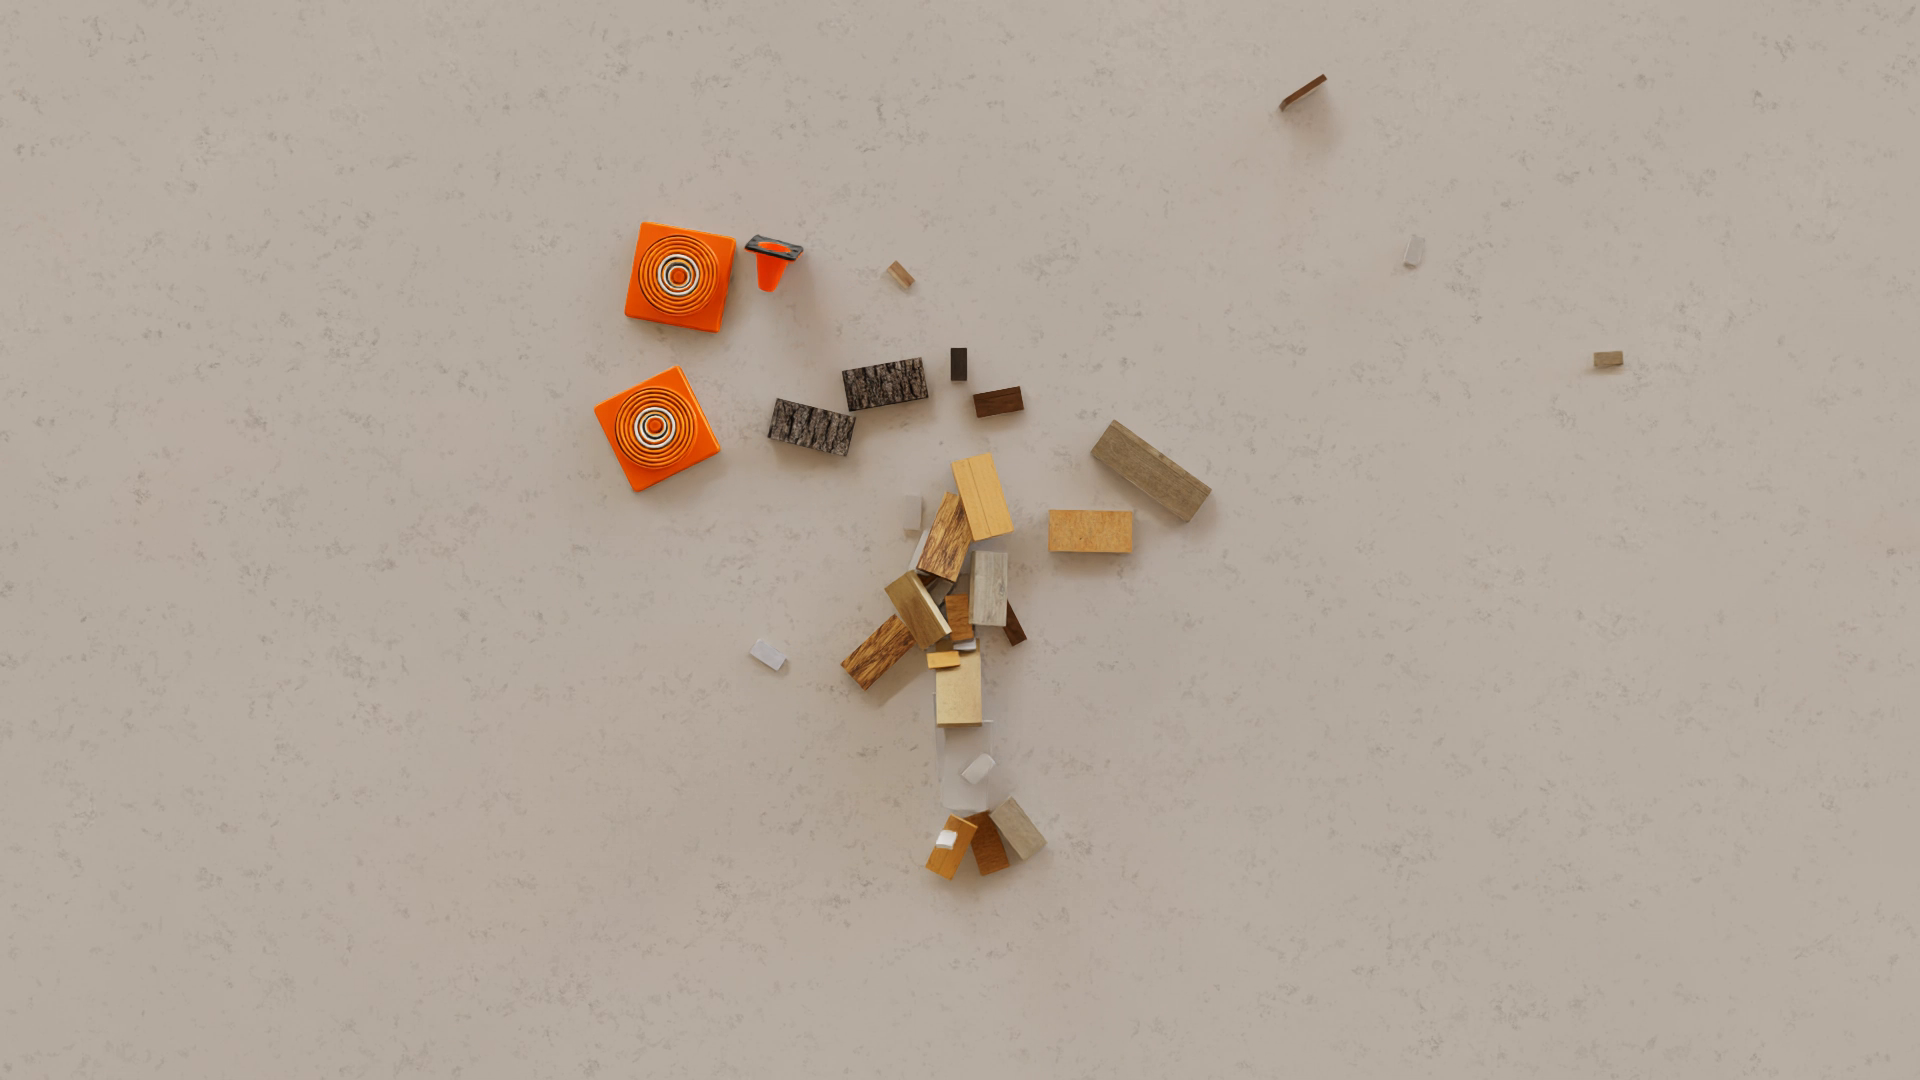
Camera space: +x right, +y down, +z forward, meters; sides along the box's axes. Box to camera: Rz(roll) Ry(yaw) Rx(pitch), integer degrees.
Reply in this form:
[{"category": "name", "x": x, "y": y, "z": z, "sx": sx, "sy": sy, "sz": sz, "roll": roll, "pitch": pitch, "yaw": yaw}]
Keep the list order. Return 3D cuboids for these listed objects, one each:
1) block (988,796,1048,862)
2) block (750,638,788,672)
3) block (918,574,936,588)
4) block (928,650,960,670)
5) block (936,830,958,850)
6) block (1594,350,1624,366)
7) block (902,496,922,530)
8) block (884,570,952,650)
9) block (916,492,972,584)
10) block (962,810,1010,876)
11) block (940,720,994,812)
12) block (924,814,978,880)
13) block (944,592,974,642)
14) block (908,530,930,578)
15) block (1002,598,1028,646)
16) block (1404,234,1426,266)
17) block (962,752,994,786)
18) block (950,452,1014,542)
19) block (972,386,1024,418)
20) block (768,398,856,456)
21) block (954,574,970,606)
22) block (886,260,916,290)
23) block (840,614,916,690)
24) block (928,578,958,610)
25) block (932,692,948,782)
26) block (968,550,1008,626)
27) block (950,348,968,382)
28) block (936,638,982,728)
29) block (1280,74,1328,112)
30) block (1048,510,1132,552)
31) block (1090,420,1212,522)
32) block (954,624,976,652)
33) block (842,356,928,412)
[{"category": "block", "x": 0.191, "y": 0.957, "z": 5.470, "sx": 0.099, "sy": 0.028, "sz": 0.198, "roll": -38, "pitch": 95, "yaw": -8}, {"category": "block", "x": -0.639, "y": 0.382, "z": 5.492, "sx": 0.113, "sy": 0.016, "sz": 0.056, "roll": 33, "pitch": 90, "yaw": 0}, {"category": "block", "x": -0.109, "y": 0.102, "z": 5.478, "sx": 0.146, "sy": 0.021, "sz": 0.073, "roll": -40, "pitch": 70, "yaw": 0}, {"category": "block", "x": -0.054, "y": 0.394, "z": 5.424, "sx": 0.104, "sy": 0.015, "sz": 0.052, "roll": -6, "pitch": 65, "yaw": -2}, {"category": "block", "x": -0.044, "y": 0.981, "z": 5.402, "sx": 0.052, "sy": 0.103, "sz": 0.015, "roll": 6, "pitch": 107, "yaw": 9}, {"category": "block", "x": 2.159, "y": -0.604, "z": 5.493, "sx": 0.093, "sy": 0.013, "sz": 0.046, "roll": -4, "pitch": 90, "yaw": 0}, {"category": "block", "x": -0.158, "y": -0.091, "z": 5.492, "sx": 0.056, "sy": 0.016, "sz": 0.113, "roll": 5, "pitch": 90, "yaw": 0}, {"category": "block", "x": -0.139, "y": 0.230, "z": 5.441, "sx": 0.121, "sy": 0.034, "sz": 0.242, "roll": -36, "pitch": 84, "yaw": 34}, {"category": "block", "x": -0.033, "y": -0.009, "z": 5.448, "sx": 0.137, "sy": 0.039, "sz": 0.275, "roll": 21, "pitch": 77, "yaw": -1}, {"category": "block", "x": 0.086, "y": 1.006, "z": 5.486, "sx": 0.099, "sy": 0.028, "sz": 0.198, "roll": -19, "pitch": 90, "yaw": 0}, {"category": "block", "x": 0.024, "y": 0.734, "z": 5.411, "sx": 0.146, "sy": 0.041, "sz": 0.293, "roll": 5, "pitch": 90, "yaw": 0}, {"category": "block", "x": -0.029, "y": 1.018, "z": 5.469, "sx": 0.099, "sy": 0.028, "sz": 0.198, "roll": 26, "pitch": 97, "yaw": 7}, {"category": "block", "x": -0.003, "y": 0.254, "z": 5.431, "sx": 0.075, "sy": 0.021, "sz": 0.149, "roll": -8, "pitch": 86, "yaw": -3}, {"category": "block", "x": -0.111, "y": 0.047, "z": 5.466, "sx": 0.073, "sy": 0.021, "sz": 0.146, "roll": 19, "pitch": 76, "yaw": 11}, {"category": "block", "x": 0.140, "y": 0.226, "z": 5.492, "sx": 0.056, "sy": 0.016, "sz": 0.259, "roll": -27, "pitch": 90, "yaw": 0}, {"category": "block", "x": 1.513, "y": -0.965, "z": 5.493, "sx": 0.046, "sy": 0.013, "sz": 0.093, "roll": 17, "pitch": 90, "yaw": 0}, {"category": "block", "x": 0.060, "y": 0.747, "z": 5.383, "sx": 0.052, "sy": 0.015, "sz": 0.103, "roll": 42, "pitch": 90, "yaw": 0}, {"category": "block", "x": 0.073, "y": -0.140, "z": 5.447, "sx": 0.137, "sy": 0.039, "sz": 0.275, "roll": -15, "pitch": 80, "yaw": -9}, {"category": "block", "x": 0.128, "y": -0.458, "z": 5.489, "sx": 0.158, "sy": 0.022, "sz": 0.079, "roll": -11, "pitch": 90, "yaw": 0}, {"category": "block", "x": -0.492, "y": -0.374, "z": 5.481, "sx": 0.268, "sy": 0.038, "sz": 0.134, "roll": 14, "pitch": 90, "yaw": 0}, {"category": "block", "x": 0.024, "y": 0.186, "z": 5.471, "sx": 0.075, "sy": 0.021, "sz": 0.149, "roll": -7, "pitch": 76, "yaw": -2}, {"category": "block", "x": -0.197, "y": -0.882, "z": 5.493, "sx": 0.046, "sy": 0.013, "sz": 0.093, "roll": -43, "pitch": 90, "yaw": 0}, {"category": "block", "x": -0.266, "y": 0.372, "z": 5.483, "sx": 0.246, "sy": 0.034, "sz": 0.121, "roll": -43, "pitch": 90, "yaw": 0}, {"category": "block", "x": -0.078, "y": 0.183, "z": 5.473, "sx": 0.073, "sy": 0.021, "sz": 0.146, "roll": 33, "pitch": 90, "yaw": 30}, {"category": "block", "x": -0.007, "y": 0.648, "z": 5.452, "sx": 0.146, "sy": 0.041, "sz": 0.292, "roll": -4, "pitch": 90, "yaw": 0}, {"category": "block", "x": 0.094, "y": 0.160, "z": 5.442, "sx": 0.121, "sy": 0.034, "sz": 0.242, "roll": 6, "pitch": 82, "yaw": -26}, {"category": "block", "x": -0.004, "y": -0.573, "z": 5.384, "sx": 0.054, "sy": 0.015, "sz": 0.108, "roll": 0, "pitch": 90, "yaw": 0}, {"category": "block", "x": -0.004, "y": 0.468, "z": 5.420, "sx": 0.146, "sy": 0.041, "sz": 0.293, "roll": -1, "pitch": 65, "yaw": 0}, {"category": "block", "x": 1.135, "y": -1.480, "z": 5.460, "sx": 0.158, "sy": 0.079, "sz": 0.022, "roll": -33, "pitch": 90, "yaw": 0}, {"category": "block", "x": 0.433, "y": -0.030, "z": 5.481, "sx": 0.275, "sy": 0.039, "sz": 0.137, "roll": 1, "pitch": 90, "yaw": 0}, {"category": "block", "x": 0.634, "y": -0.230, "z": 5.481, "sx": 0.401, "sy": 0.038, "sz": 0.134, "roll": 36, "pitch": 90, "yaw": 0}, {"category": "block", "x": 0.013, "y": 0.294, "z": 5.462, "sx": 0.075, "sy": 0.021, "sz": 0.149, "roll": -2, "pitch": 68, "yaw": 0}, {"category": "block", "x": -0.248, "y": -0.517, "z": 5.481, "sx": 0.268, "sy": 0.038, "sz": 0.134, "roll": -10, "pitch": 90, "yaw": 0}]
